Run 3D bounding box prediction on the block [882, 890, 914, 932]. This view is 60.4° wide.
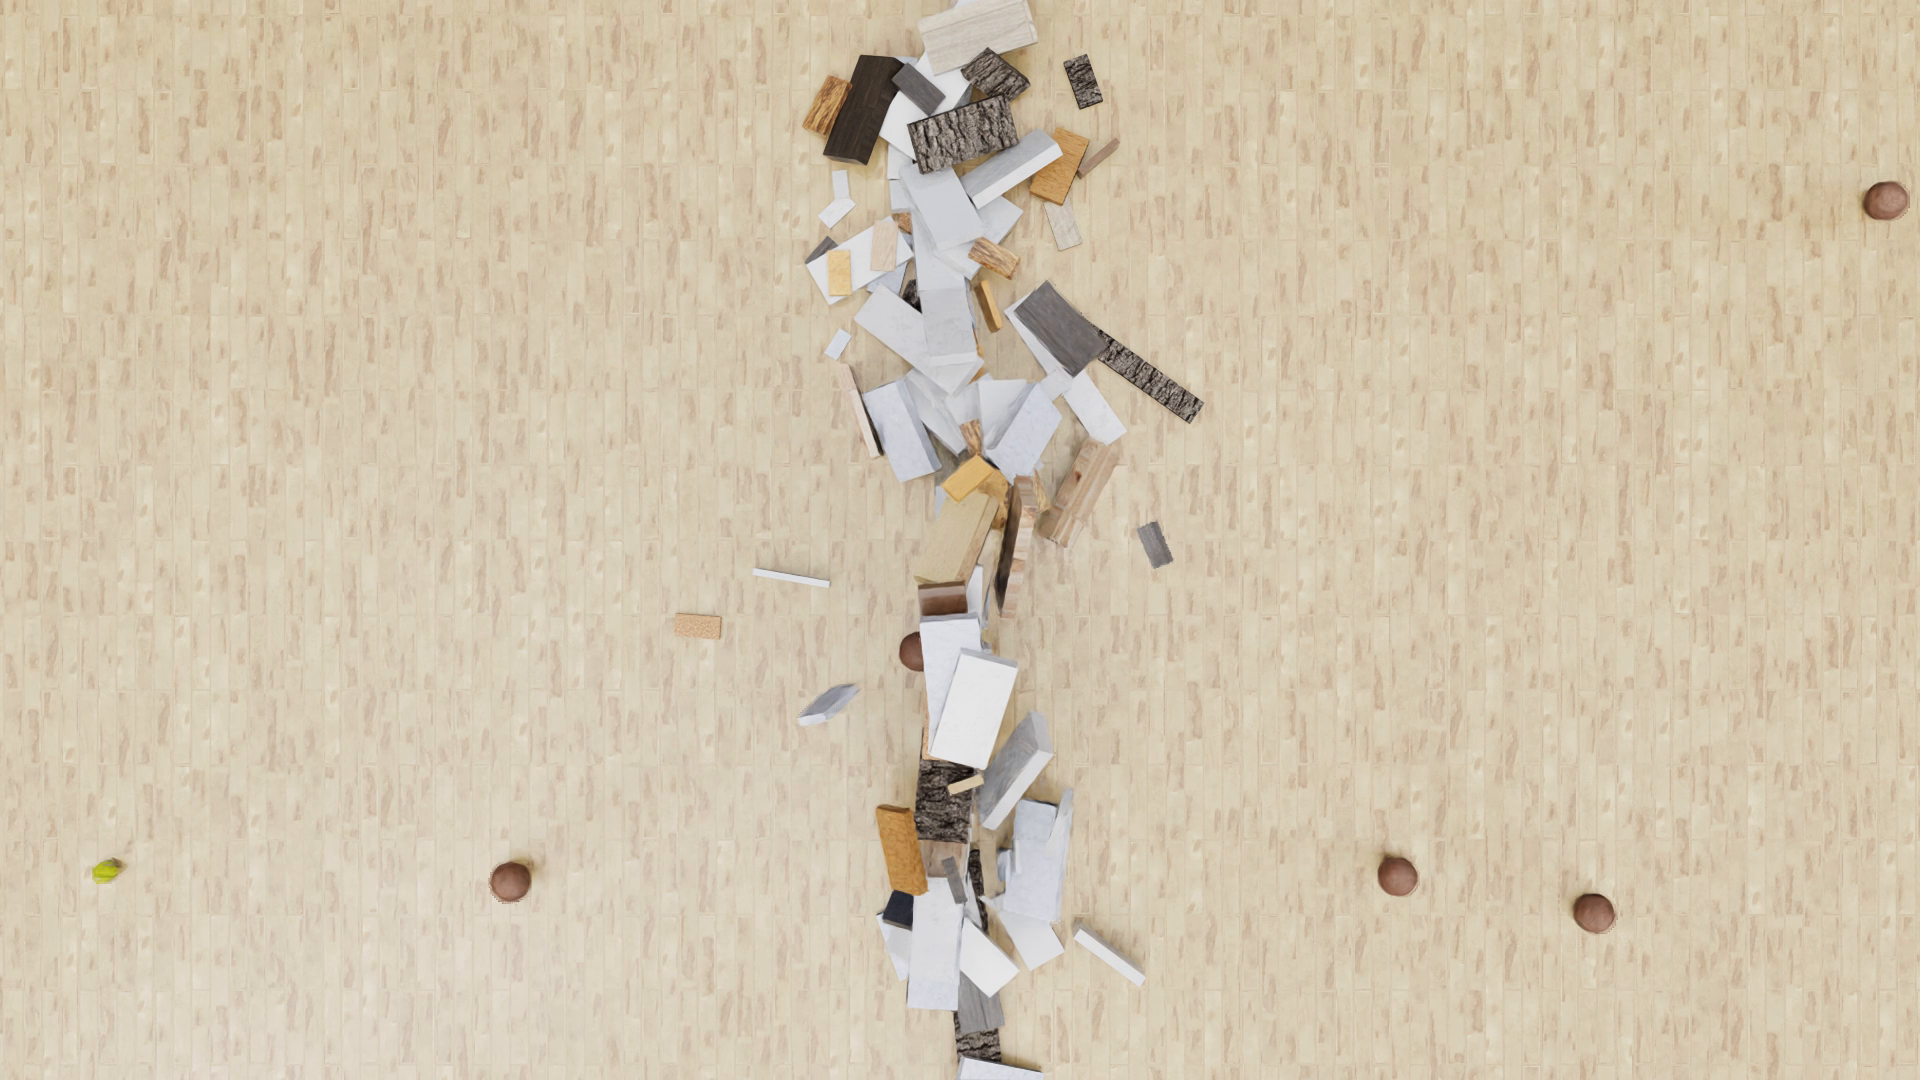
[{"bbox_3d":[-0.122,1.088,5.365,0.133,0.038,0.373,12,56,19],"label":"block"}]

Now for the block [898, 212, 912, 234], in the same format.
[{"bbox_3d":[-0.148,-1.045,5.492,0.118,0.017,0.059,31,90,0],"label":"block"}]

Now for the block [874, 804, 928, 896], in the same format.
[{"bbox_3d":[-0.180,0.952,5.073,0.038,0.135,0.270,-20,105,-40],"label":"block"}]

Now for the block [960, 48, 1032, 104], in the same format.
[{"bbox_3d":[0.118,-1.506,5.375,0.118,0.236,0.033,-35,61,24],"label":"block"}]

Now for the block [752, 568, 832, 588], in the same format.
[{"bbox_3d":[-0.556,0.125,5.462,0.254,0.076,0.021,10,90,0],"label":"block"}]

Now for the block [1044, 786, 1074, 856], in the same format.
[{"bbox_3d":[0.309,0.878,5.146,0.030,0.106,0.212,16,133,3],"label":"block"}]

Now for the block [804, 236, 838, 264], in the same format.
[{"bbox_3d":[-0.458,-0.949,5.492,0.059,0.017,0.118,42,90,0],"label":"block"}]

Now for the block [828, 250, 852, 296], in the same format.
[{"bbox_3d":[-0.396,-0.876,5.417,0.073,0.021,0.147,-2,90,0],"label":"block"}]

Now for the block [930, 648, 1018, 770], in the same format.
[{"bbox_3d":[0.040,0.501,4.882,0.173,0.049,0.346,15,110,-4],"label":"block"}]

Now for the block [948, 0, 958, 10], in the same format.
[{"bbox_3d":[-0.004,-1.698,5.452,0.106,0.030,0.212,18,91,0],"label":"block"}]

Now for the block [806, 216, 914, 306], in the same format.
[{"bbox_3d":[-0.329,-0.920,5.448,0.322,0.043,0.153,-30,90,0],"label":"block"}]

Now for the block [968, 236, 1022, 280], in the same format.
[{"bbox_3d":[0.114,-0.917,5.356,0.162,0.023,0.081,28,67,-3],"label":"block"}]

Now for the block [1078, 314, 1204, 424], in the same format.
[{"bbox_3d":[0.579,-0.570,5.488,0.517,0.024,0.083,35,90,0],"label":"block"}]

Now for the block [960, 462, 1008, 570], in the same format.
[{"bbox_3d":[0.032,0.015,5.156,0.155,0.044,0.499,11,90,-1],"label":"block"}]

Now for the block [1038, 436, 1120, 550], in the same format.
[{"bbox_3d":[0.393,-0.152,5.413,0.049,0.173,0.357,27,90,32],"label":"block"}]

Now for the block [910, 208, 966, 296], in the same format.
[{"bbox_3d":[-0.075,-0.948,5.416,0.153,0.043,0.307,-2,70,-9],"label":"block"}]

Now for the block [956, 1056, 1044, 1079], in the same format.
[{"bbox_3d":[0.126,1.794,5.431,0.286,0.038,0.135,17,82,-17],"label":"block"}]

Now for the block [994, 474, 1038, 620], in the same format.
[{"bbox_3d":[0.171,0.025,5.148,0.045,0.158,0.451,2,128,-10],"label":"block"}]

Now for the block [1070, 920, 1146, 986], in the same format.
[{"bbox_3d":[0.488,1.360,5.433,0.266,0.133,0.038,36,90,0],"label":"block"}]

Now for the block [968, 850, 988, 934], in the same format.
[{"bbox_3d":[0.008,1.175,5.439,0.144,0.041,0.289,-6,90,0],"label":"block"}]

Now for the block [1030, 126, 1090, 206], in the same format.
[{"bbox_3d":[0.330,-1.238,5.470,0.118,0.033,0.236,23,85,4],"label":"block"}]

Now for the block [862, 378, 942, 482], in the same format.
[{"bbox_3d":[-0.192,-0.354,5.375,0.158,0.045,0.316,-16,102,41],"label":"block"}]

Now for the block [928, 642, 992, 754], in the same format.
[{"bbox_3d":[-0.001,0.477,4.979,0.177,0.050,0.354,3,110,0],"label":"block"}]

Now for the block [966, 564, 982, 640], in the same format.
[{"bbox_3d":[-0.013,0.236,5.059,0.161,0.046,0.321,1,100,1],"label":"block"}]

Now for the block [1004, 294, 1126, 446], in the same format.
[{"bbox_3d":[0.349,-0.560,5.485,0.107,0.030,0.563,-35,90,0],"label":"block"}]

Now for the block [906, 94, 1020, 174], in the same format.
[{"bbox_3d":[0.011,-1.329,5.395,0.341,0.047,0.165,-21,112,-12],"label":"block"}]

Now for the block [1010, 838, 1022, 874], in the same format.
[{"bbox_3d":[0.179,1.023,5.339,0.015,0.053,0.105,-3,85,-16],"label":"block"}]

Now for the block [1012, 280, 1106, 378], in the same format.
[{"bbox_3d":[0.330,-0.696,5.449,0.148,0.042,0.297,-43,90,-5],"label":"block"}]

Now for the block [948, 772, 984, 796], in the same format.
[{"bbox_3d":[0.018,0.735,4.987,0.106,0.212,0.030,-19,84,-2],"label":"block"}]

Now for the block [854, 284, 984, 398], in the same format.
[{"bbox_3d":[-0.136,-0.648,5.343,0.477,0.042,0.149,40,94,28],"label":"block"}]

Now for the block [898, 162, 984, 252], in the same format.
[{"bbox_3d":[-0.062,-1.104,5.391,0.165,0.047,0.330,-21,64,-9],"label":"block"}]

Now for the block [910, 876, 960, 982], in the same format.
[{"bbox_3d":[-0.074,1.199,5.088,0.135,0.038,0.307,6,76,0],"label":"block"}]

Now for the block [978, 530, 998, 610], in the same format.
[{"bbox_3d":[0.009,0.114,5.111,0.161,0.046,0.321,11,90,-1],"label":"block"}]

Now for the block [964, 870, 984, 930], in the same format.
[{"bbox_3d":[-0.010,1.212,5.399,0.135,0.038,0.271,-14,90,0],"label":"block"}]

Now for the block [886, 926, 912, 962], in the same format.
[{"bbox_3d":[-0.151,1.250,5.375,0.115,0.033,0.229,22,93,26],"label":"block"}]

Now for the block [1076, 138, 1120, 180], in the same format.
[{"bbox_3d":[0.457,-1.262,5.459,0.164,0.082,0.023,-40,90,0],"label":"block"}]

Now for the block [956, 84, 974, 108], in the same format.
[{"bbox_3d":[-0.016,-1.490,5.485,0.106,0.030,0.212,12,90,0],"label":"block"}]

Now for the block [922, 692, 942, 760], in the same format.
[{"bbox_3d":[-0.037,0.541,5.051,0.140,0.040,0.281,4,110,0],"label":"block"}]

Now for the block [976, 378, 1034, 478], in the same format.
[{"bbox_3d":[0.142,-0.349,5.224,0.155,0.044,0.311,-4,87,-13],"label":"block"}]

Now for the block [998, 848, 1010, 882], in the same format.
[{"bbox_3d":[0.144,1.058,5.363,0.015,0.053,0.105,3,85,-30],"label":"block"}]

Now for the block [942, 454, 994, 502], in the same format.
[{"bbox_3d":[0.024,-0.188,5.063,0.151,0.021,0.076,-41,72,-16],"label":"block"}]

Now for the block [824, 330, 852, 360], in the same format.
[{"bbox_3d":[-0.405,-0.651,5.493,0.048,0.014,0.096,32,90,0],"label":"block"}]

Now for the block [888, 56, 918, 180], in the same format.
[{"bbox_3d":[-0.191,-1.401,5.488,0.082,0.023,0.406,3,90,0],"label":"block"}]

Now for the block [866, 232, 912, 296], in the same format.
[{"bbox_3d":[-0.231,-0.918,5.485,0.107,0.030,0.214,15,90,0],"label":"block"}]

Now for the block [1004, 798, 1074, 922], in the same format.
[{"bbox_3d":[0.253,1.036,5.358,0.177,0.050,0.366,8,91,26],"label":"block"}]

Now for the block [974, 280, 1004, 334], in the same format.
[{"bbox_3d":[0.094,-0.771,5.458,0.023,0.081,0.162,-20,90,-18],"label":"block"}]

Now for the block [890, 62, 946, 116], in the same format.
[{"bbox_3d":[-0.135,-1.464,5.356,0.167,0.024,0.083,41,81,-4],"label":"block"}]

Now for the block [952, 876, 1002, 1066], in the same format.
[{"bbox_3d":[0.054,1.616,5.480,0.144,0.041,1.008,-6,90,0],"label":"block"}]

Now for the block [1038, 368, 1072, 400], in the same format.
[{"bbox_3d":[0.295,-0.494,5.347,0.147,0.021,0.073,-39,95,-35],"label":"block"}]
